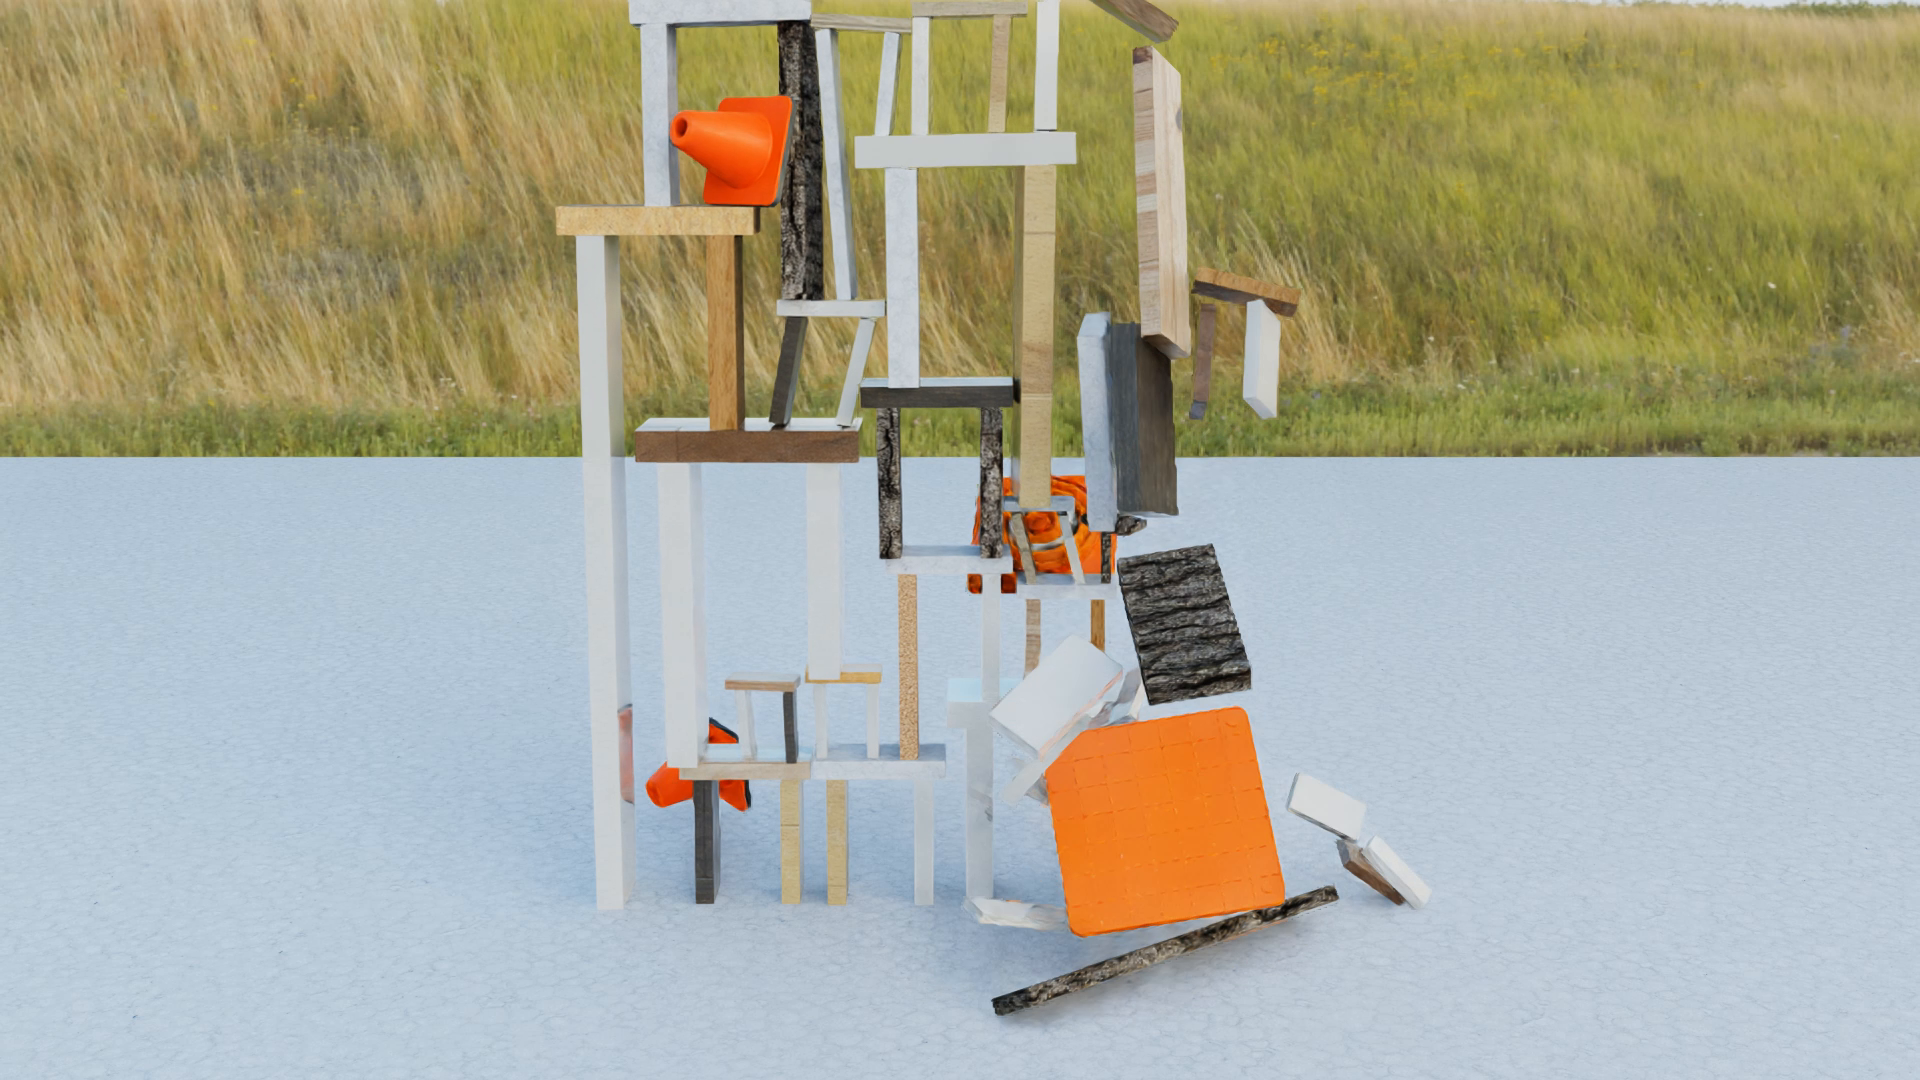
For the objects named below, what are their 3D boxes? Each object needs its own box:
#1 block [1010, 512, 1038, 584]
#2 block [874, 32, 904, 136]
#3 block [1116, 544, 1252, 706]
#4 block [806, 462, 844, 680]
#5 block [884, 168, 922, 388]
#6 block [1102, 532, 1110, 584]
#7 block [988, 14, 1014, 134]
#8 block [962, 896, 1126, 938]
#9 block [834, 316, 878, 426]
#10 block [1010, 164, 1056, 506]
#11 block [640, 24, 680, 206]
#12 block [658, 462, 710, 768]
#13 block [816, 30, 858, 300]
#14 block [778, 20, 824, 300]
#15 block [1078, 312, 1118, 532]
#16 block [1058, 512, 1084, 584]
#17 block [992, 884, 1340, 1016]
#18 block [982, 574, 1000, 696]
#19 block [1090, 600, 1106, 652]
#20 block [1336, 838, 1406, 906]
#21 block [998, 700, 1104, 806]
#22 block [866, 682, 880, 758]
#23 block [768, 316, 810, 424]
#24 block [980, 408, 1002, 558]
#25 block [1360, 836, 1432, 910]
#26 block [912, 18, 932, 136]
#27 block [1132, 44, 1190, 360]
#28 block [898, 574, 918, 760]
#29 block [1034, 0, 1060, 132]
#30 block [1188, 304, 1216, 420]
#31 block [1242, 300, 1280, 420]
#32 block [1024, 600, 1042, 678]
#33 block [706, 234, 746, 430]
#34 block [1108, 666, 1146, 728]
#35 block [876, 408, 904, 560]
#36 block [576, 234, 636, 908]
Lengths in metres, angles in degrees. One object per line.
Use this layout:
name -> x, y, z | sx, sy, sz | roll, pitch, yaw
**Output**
block -> 0.103, 0.008, 3.539 | 0.016, 0.116, 0.058 | -13, 12, 5
block -> -0.111, -0.710, 3.428 | 0.022, 0.156, 0.078 | 7, 11, 3
block -> 0.311, 0.115, 3.087 | 0.141, 0.040, 0.283 | -9, 37, 0
block -> -0.218, 0.036, 3.573 | 0.050, 0.351, 0.175 | 0, 10, 0
block -> -0.089, -0.418, 3.478 | 0.048, 0.338, 0.169 | -1, 11, 0
block -> 0.235, 0.015, 3.542 | 0.014, 0.098, 0.049 | 0, 18, 5
block -> 0.063, -0.723, 3.418 | 0.025, 0.177, 0.089 | 4, 9, 4
block -> 0.130, 0.575, 3.346 | 0.273, 0.015, 0.054 | 13, 13, -33
block -> -0.166, -0.271, 3.522 | 0.024, 0.171, 0.086 | 14, 10, -1
block -> 0.115, -0.326, 3.475 | 0.048, 0.527, 0.169 | 0, 10, -3
block -> -0.470, -0.665, 3.451 | 0.039, 0.276, 0.138 | 0, 10, -1
block -> -0.449, 0.107, 3.581 | 0.050, 0.495, 0.175 | -1, 10, 0
block -> -0.193, -0.588, 3.461 | 0.022, 0.416, 0.078 | -3, 11, 8
block -> -0.252, -0.599, 3.500 | 0.039, 0.428, 0.138 | 1, 6, 8
block -> 0.219, -0.185, 3.443 | 0.040, 0.315, 0.141 | -1, 21, 9
block -> 0.178, 0.009, 3.537 | 0.016, 0.116, 0.058 | -14, 14, 4
block -> 0.324, 0.616, 3.329 | 0.654, 0.026, 0.091 | -9, -14, -39
block -> 0.050, 0.145, 3.589 | 0.029, 0.203, 0.101 | 0, 11, 0
block -> 0.223, 0.164, 3.584 | 0.023, 0.162, 0.081 | 1, 14, 4
block -> 0.676, 0.543, 3.613 | 0.130, 0.018, 0.065 | 35, 23, -19
block -> 0.134, 0.305, 3.201 | 0.026, 0.182, 0.091 | 42, 17, 5
block -> -0.143, 0.289, 3.610 | 0.018, 0.124, 0.062 | 0, 11, 0
block -> -0.275, -0.275, 3.529 | 0.024, 0.171, 0.086 | 11, 8, 2
block -> 0.050, -0.100, 3.535 | 0.034, 0.241, 0.121 | 0, 11, 0
block -> 0.719, 0.547, 3.622 | 0.130, 0.018, 0.065 | 46, 22, 8
block -> -0.059, -0.721, 3.426 | 0.025, 0.177, 0.089 | 1, 10, 3
block -> 0.311, -0.523, 3.401 | 0.033, 0.473, 0.117 | -8, -16, 27
block -> -0.084, 0.197, 3.600 | 0.029, 0.308, 0.101 | 0, 11, 0
block -> 0.135, -0.754, 3.414 | 0.033, 0.234, 0.117 | 1, 8, 2
block -> 0.379, -0.278, 3.438 | 0.023, 0.163, 0.081 | 6, -18, 2
block -> 0.465, -0.278, 3.387 | 0.023, 0.163, 0.081 | -6, -23, 28
block -> 0.118, 0.164, 3.586 | 0.023, 0.162, 0.081 | 1, 14, 0
block -> -0.373, -0.336, 3.507 | 0.043, 0.304, 0.152 | 0, 10, -1
block -> 0.273, 0.247, 3.498 | 0.054, 0.015, 0.107 | -31, 27, 48
block -> -0.113, -0.100, 3.536 | 0.034, 0.241, 0.121 | -1, 11, 0
block -> -0.572, 0.053, 3.572 | 0.043, 1.091, 0.152 | 0, 10, 0
